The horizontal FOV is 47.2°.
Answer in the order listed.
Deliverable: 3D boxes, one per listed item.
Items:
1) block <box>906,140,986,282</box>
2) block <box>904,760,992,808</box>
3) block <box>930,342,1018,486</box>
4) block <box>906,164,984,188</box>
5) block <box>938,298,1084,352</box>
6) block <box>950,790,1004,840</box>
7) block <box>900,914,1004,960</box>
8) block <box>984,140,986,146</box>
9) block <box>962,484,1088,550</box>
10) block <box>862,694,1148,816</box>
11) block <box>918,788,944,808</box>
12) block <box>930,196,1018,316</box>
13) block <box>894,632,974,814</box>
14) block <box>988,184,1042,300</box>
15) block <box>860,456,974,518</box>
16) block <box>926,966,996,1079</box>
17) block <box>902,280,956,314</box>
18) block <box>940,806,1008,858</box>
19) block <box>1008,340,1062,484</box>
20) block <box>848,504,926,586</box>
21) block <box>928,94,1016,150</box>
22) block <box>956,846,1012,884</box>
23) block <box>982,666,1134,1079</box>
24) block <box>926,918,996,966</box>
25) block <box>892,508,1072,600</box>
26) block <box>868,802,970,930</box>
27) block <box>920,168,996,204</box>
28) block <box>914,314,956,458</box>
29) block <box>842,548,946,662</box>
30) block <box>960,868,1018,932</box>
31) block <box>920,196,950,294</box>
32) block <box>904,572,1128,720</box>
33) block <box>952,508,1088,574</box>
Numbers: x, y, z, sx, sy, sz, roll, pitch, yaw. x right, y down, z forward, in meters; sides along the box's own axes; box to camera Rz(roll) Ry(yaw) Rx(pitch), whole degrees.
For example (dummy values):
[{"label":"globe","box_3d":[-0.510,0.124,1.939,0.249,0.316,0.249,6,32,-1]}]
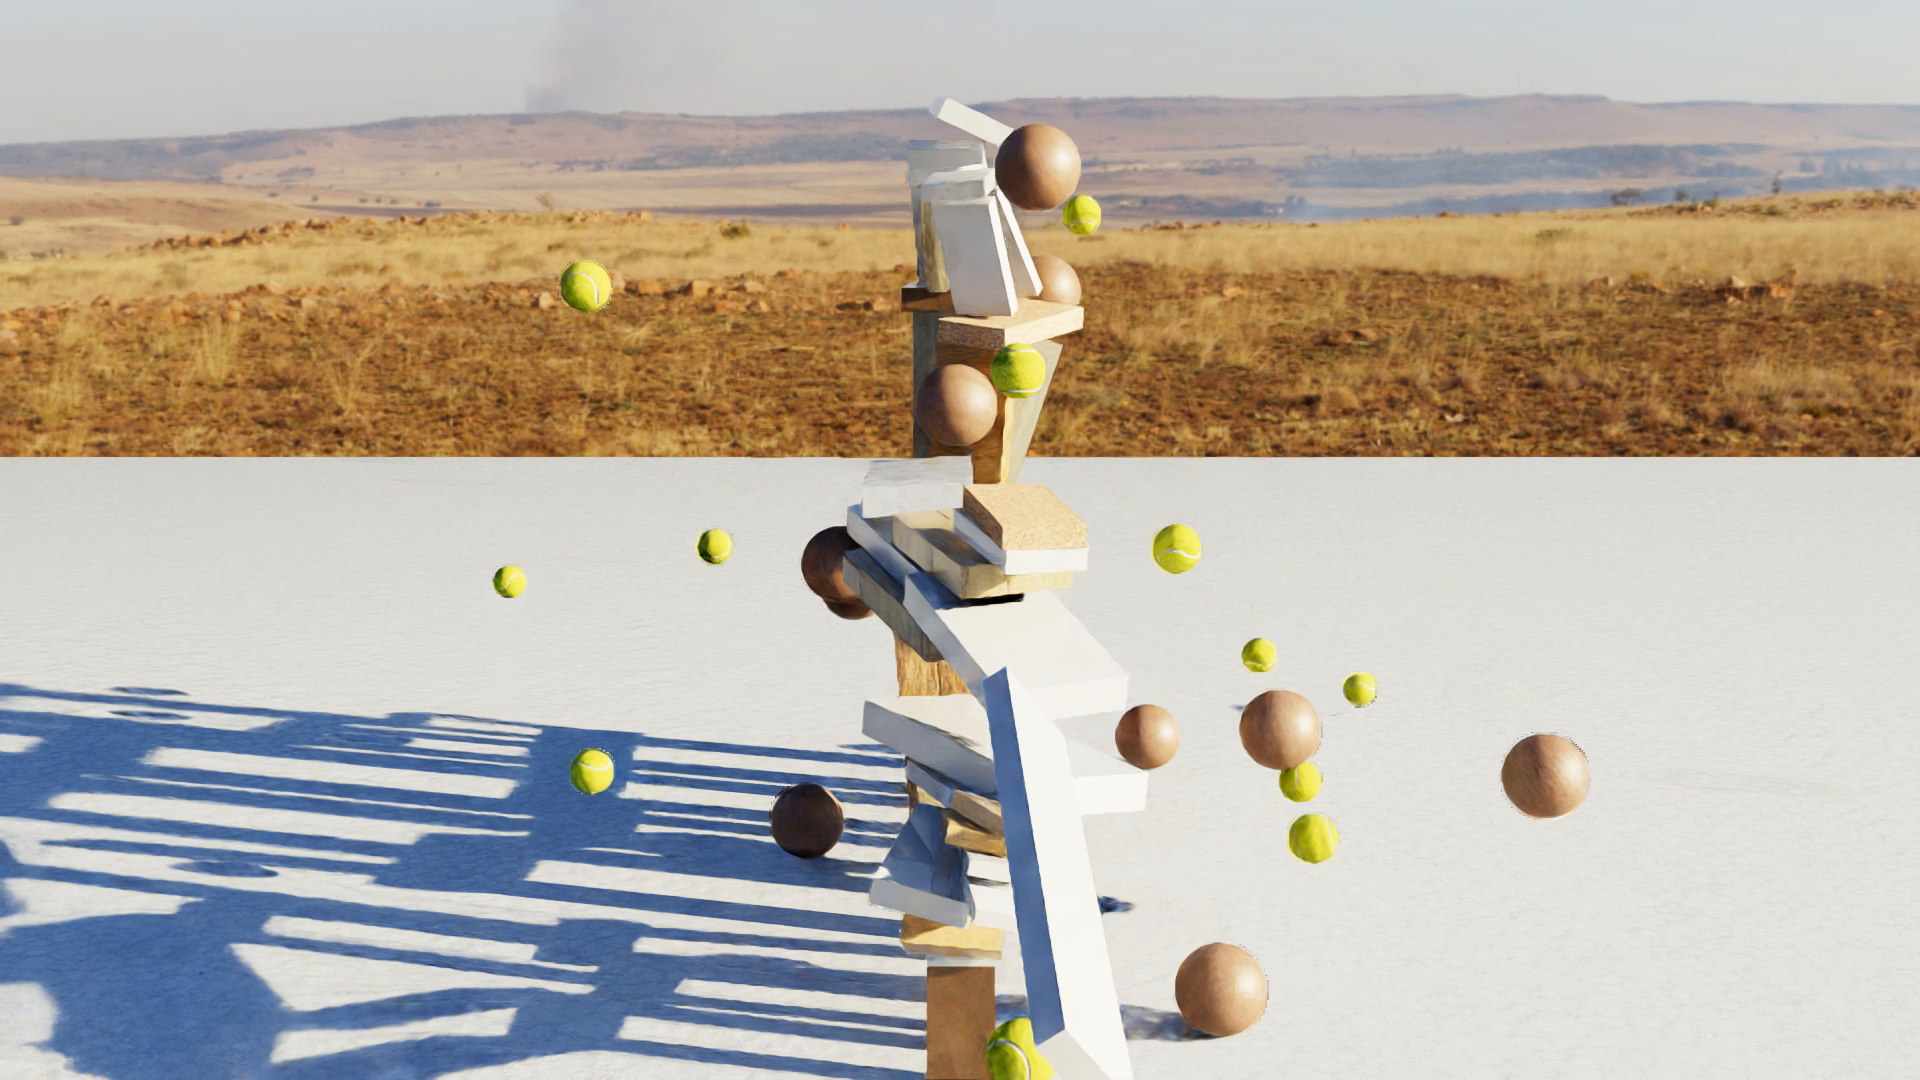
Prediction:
[{"label":"block","box_3d":[-0.015,-0.565,3.788,0.128,0.256,0.036,1,36,9]},{"label":"block","box_3d":[-0.006,0.322,2.857,0.080,0.023,0.224,11,1,-16]},{"label":"block","box_3d":[0.019,-0.189,3.507,0.124,0.247,0.035,6,6,21]},{"label":"block","box_3d":[-0.022,-0.601,3.629,0.091,0.026,0.182,-4,9,12]},{"label":"block","box_3d":[0.084,-0.348,3.542,0.124,0.035,0.247,12,19,31]},{"label":"block","box_3d":[0.057,0.340,2.652,0.080,0.023,0.160,18,0,-25]},{"label":"block","box_3d":[-0.006,0.494,2.731,0.119,0.034,0.239,5,-13,3]},{"label":"block","box_3d":[-0.012,-0.505,3.984,0.128,0.443,0.036,0,27,5]},{"label":"block","box_3d":[0.082,-0.032,2.848,0.109,0.031,0.218,-2,15,-13]},{"label":"block","box_3d":[0.050,0.278,2.883,0.171,0.048,0.424,0,10,-32]},{"label":"block","box_3d":[-0.012,0.407,3.087,0.090,0.215,0.026,-2,9,0]},{"label":"block","box_3d":[0.023,-0.443,3.443,0.097,0.194,0.028,3,36,25]},{"label":"block","box_3d":[-0.027,0.278,3.241,0.114,0.342,0.032,-5,6,1]},{"label":"block","box_3d":[0.053,-0.478,3.577,0.097,0.194,0.028,-8,34,26]},{"label":"block","box_3d":[-0.061,-0.082,3.299,0.153,0.043,0.307,-3,9,2]},{"label":"block","box_3d":[0.001,0.637,2.911,0.091,0.182,0.026,0,15,1]},{"label":"block","box_3d":[-0.008,-0.426,3.832,0.152,0.043,0.304,0,9,5]},{"label":"block","box_3d":[0.020,0.355,2.675,0.080,0.023,0.160,14,0,-2]},{"label":"block","box_3d":[0.071,-0.226,3.656,0.124,0.248,0.035,19,1,-5]},{"label":"block","box_3d":[-0.042,0.006,3.182,0.153,0.043,0.307,-7,20,-20]},{"label":"block","box_3d":[0.019,-0.721,3.784,0.128,0.036,0.256,24,10,-9]},{"label":"block","box_3d":[0.036,0.382,2.606,0.066,0.019,0.132,12,1,-6]},{"label":"block","box_3d":[0.087,0.313,2.083,0.031,0.109,0.611,-34,23,12]},{"label":"block","box_3d":[0.002,0.525,2.944,0.091,0.026,0.182,0,10,0]},{"label":"block","box_3d":[0.026,0.013,2.989,0.153,0.043,0.307,-6,15,-18]},{"label":"block","box_3d":[-0.024,0.396,2.696,0.119,0.034,0.238,15,18,8]},{"label":"block","box_3d":[-0.002,-0.555,3.438,0.097,0.028,0.194,-4,14,7]},{"label":"block","box_3d":[-0.001,-0.236,3.751,0.152,0.304,0.043,0,7,2]},{"label":"block","box_3d":[-0.029,0.080,3.110,0.171,0.048,0.341,-7,20,-21]},{"label":"block","box_3d":[0.041,0.416,2.547,0.066,0.019,0.132,12,12,-9]},{"label":"block","box_3d":[-0.014,-0.499,3.626,0.091,0.182,0.026,-7,35,-5]},{"label":"block","box_3d":[0.066,0.129,2.854,0.171,0.048,0.341,-7,27,-21]},{"label":"block","box_3d":[0.076,-0.002,2.856,0.109,0.031,0.218,-3,16,-18]}]
